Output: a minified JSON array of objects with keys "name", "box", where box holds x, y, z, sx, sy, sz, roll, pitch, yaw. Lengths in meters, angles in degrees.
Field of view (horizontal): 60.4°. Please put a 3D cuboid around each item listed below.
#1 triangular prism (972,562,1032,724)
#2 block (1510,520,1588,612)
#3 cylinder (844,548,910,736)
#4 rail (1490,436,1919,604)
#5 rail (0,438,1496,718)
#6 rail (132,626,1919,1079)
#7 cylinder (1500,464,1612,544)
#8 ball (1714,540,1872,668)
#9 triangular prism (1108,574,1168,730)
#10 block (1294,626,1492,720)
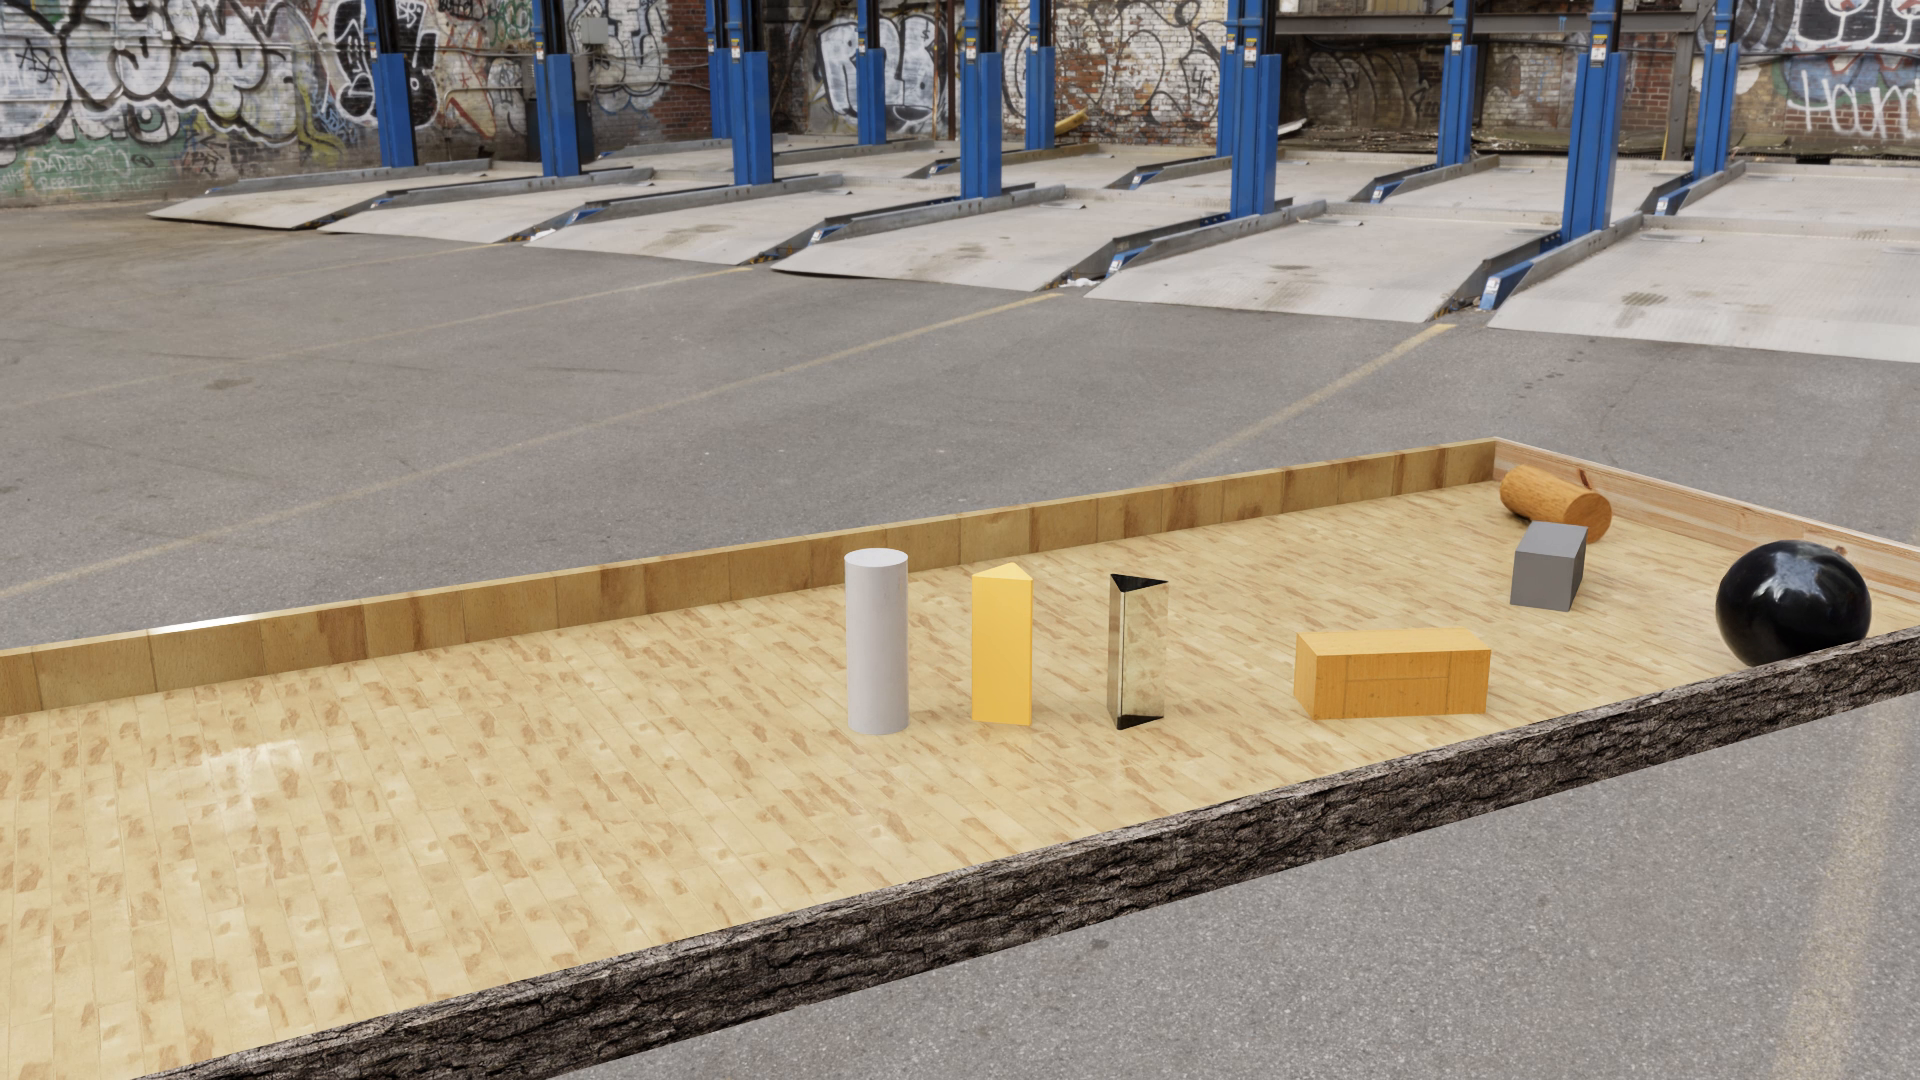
[{"name":"triangular prism","box":[0.111,0.242,3.897,0.141,0.358,0.122,4,17,13]},{"name":"block","box":[1.725,0.073,4.823,0.160,0.160,0.356,8,18,25]},{"name":"cylinder","box":[-0.192,0.235,3.830,0.145,0.408,0.145,0,16,0]},{"name":"rail","box":[2.466,-0.048,5.253,0.050,0.150,2.100,-9,18,-27]},{"name":"rail","box":[-3.305,0.497,3.399,12.000,0.150,0.050,-9,18,-27]},{"name":"rail","box":[-2.336,1.006,1.665,12.000,0.150,0.050,-9,18,-27]},{"name":"cylinder","box":[1.967,-0.121,5.462,0.172,0.172,0.392,-3,17,-11]},{"name":"ball","box":[2.086,0.175,4.135,0.353,0.353,0.353,0,16,0]},{"name":"triangular prism","box":[0.392,0.256,3.885,0.141,0.338,0.123,-11,20,-33]},{"name":"block","box":[1.038,0.320,3.980,0.422,0.162,0.162,-2,16,-5]}]
